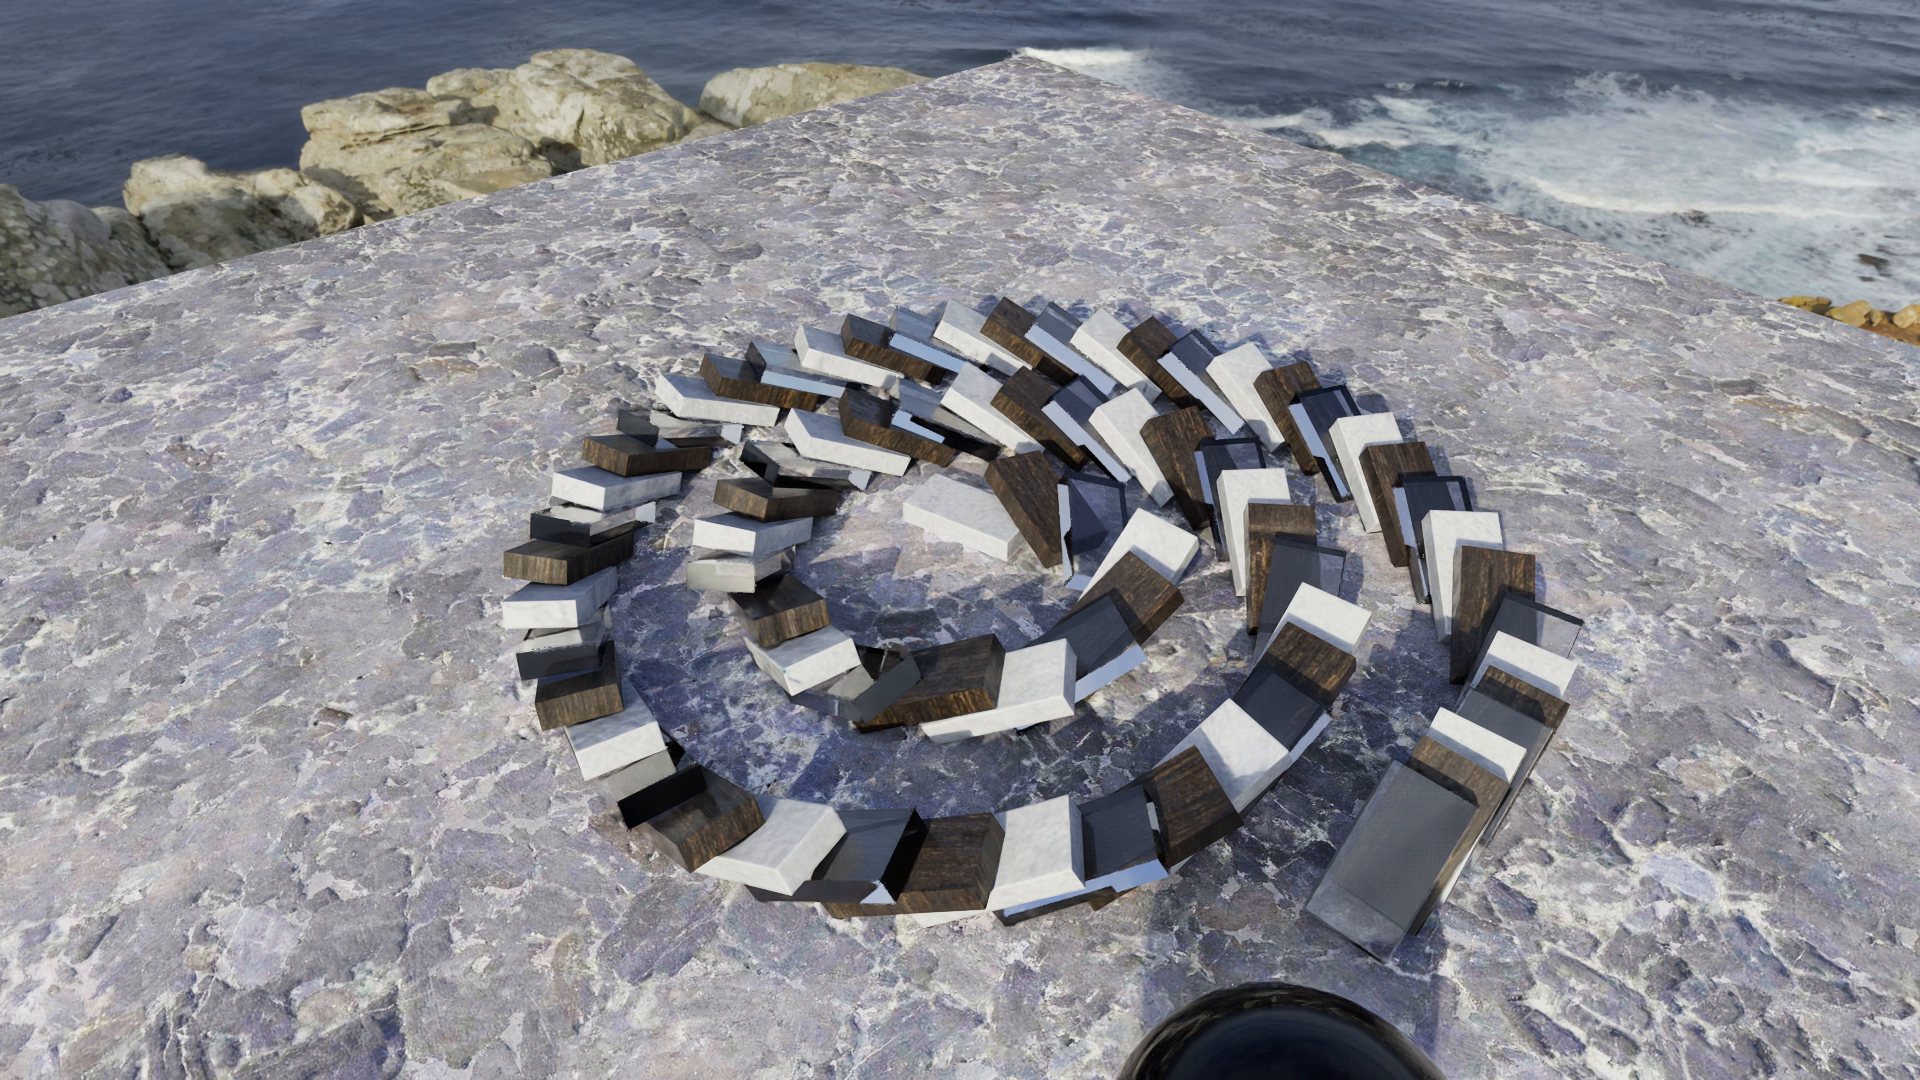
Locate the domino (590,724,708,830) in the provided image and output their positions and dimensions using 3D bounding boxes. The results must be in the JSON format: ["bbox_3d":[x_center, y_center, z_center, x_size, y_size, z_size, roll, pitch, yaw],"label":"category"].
[{"bbox_3d":[-0.099,0.071,0.340,0.025,0.010,0.050,-24,19,-26],"label":"domino"}]

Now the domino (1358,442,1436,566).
[{"bbox_3d":[0.182,-0.015,0.445,0.025,0.010,0.050,-6,66,-7],"label":"domino"}]

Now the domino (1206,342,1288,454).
[{"bbox_3d":[0.139,-0.066,0.507,0.025,0.010,0.050,-25,73,-28],"label":"domino"}]

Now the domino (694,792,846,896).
[{"bbox_3d":[-0.059,0.087,0.320,0.050,0.010,0.025,-4,30,41],"label":"domino"}]

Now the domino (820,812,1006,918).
[{"bbox_3d":[-0.014,0.093,0.313,0.050,0.010,0.025,-13,33,27],"label":"domino"}]

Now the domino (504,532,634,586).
[{"bbox_3d":[-0.148,0.005,0.420,0.025,0.010,0.050,8,14,10],"label":"domino"}]

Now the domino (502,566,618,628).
[{"bbox_3d":[-0.145,0.020,0.401,0.025,0.010,0.050,-1,12,-1],"label":"domino"}]

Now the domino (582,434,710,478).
[{"bbox_3d":[-0.134,-0.037,0.472,0.025,0.010,0.050,21,17,24],"label":"domino"}]

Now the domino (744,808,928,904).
[{"bbox_3d":[-0.036,0.091,0.316,0.050,0.009,0.025,-10,32,31],"label":"domino"}]

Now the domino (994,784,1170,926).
[{"bbox_3d":[0.033,0.091,0.316,0.050,0.009,0.025,-22,38,15],"label":"domino"}]

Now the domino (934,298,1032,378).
[{"bbox_3d":[0.013,-0.100,0.548,0.050,0.010,0.025,26,39,-10],"label":"domino"}]

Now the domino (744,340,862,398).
[{"bbox_3d":[-0.075,-0.081,0.526,0.050,0.010,0.025,7,31,-35],"label":"domino"}]

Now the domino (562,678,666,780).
[{"bbox_3d":[-0.113,0.060,0.354,0.025,0.009,0.050,-20,17,-23],"label":"domino"}]

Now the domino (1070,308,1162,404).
[{"bbox_3d":[0.081,-0.090,0.536,0.050,0.010,0.025,40,49,5],"label":"domino"}]

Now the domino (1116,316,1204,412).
[{"bbox_3d":[0.102,-0.083,0.529,0.050,0.010,0.025,45,53,9],"label":"domino"}]

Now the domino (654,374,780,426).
[{"bbox_3d":[-0.111,-0.064,0.505,0.050,0.010,0.025,1,30,-43],"label":"domino"}]

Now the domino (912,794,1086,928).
[{"bbox_3d":[0.010,0.092,0.314,0.050,0.009,0.025,-20,36,18],"label":"domino"}]

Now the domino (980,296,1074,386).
[{"bbox_3d":[0.037,-0.099,0.547,0.050,0.010,0.025,33,43,-2],"label":"domino"}]

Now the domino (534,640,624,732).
[{"bbox_3d":[-0.127,0.048,0.369,0.025,0.009,0.050,-13,15,-16],"label":"domino"}]

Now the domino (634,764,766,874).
[{"bbox_3d":[-0.082,0.081,0.328,0.025,0.009,0.050,-30,21,-31],"label":"domino"}]

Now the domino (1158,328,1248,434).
[{"bbox_3d":[0.120,-0.075,0.519,0.050,0.010,0.025,47,54,11],"label":"domino"}]

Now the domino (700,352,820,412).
[{"bbox_3d":[-0.094,-0.074,0.517,0.050,0.010,0.025,6,30,-37],"label":"domino"}]

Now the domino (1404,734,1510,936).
[{"bbox_3d":[0.132,0.084,0.316,0.025,0.010,0.050,32,92,32],"label":"domino"}]

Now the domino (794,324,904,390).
[{"bbox_3d":[-0.054,-0.088,0.535,0.050,0.009,0.025,12,33,-28],"label":"domino"}]

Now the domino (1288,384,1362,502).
[{"bbox_3d":[0.166,-0.043,0.479,0.025,0.010,0.050,-13,67,-16],"label":"domino"}]

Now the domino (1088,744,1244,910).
[{"bbox_3d":[0.055,0.084,0.323,0.050,0.010,0.025,-32,42,5],"label":"domino"}]

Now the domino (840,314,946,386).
[{"bbox_3d":[-0.033,-0.094,0.541,0.050,0.009,0.025,15,34,-23],"label":"domino"}]

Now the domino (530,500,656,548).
[{"bbox_3d":[-0.145,-0.009,0.437,0.025,0.010,0.050,9,14,11],"label":"domino"}]

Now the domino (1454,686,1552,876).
[{"bbox_3d":[0.153,0.072,0.330,0.025,0.009,0.050,30,91,31],"label":"domino"}]

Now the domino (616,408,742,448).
[{"bbox_3d":[-0.124,-0.050,0.488,0.025,0.010,0.050,25,19,27],"label":"domino"}]

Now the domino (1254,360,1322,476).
[{"bbox_3d":[0.155,-0.055,0.494,0.025,0.010,0.050,-16,68,-19],"label":"domino"}]

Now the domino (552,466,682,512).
[{"bbox_3d":[-0.141,-0.023,0.455,0.025,0.010,0.050,16,16,19],"label":"domino"}]

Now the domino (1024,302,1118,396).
[{"bbox_3d":[0.059,-0.095,0.543,0.050,0.010,0.025,36,45,1],"label":"domino"}]

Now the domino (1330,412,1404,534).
[{"bbox_3d":[0.176,-0.029,0.462,0.025,0.010,0.050,-7,66,-9],"label":"domino"}]

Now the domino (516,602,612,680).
[{"bbox_3d":[-0.137,0.035,0.384,0.025,0.009,0.050,-9,13,-11],"label":"domino"}]

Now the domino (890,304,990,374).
[{"bbox_3d":[-0.010,-0.098,0.546,0.050,0.009,0.025,19,35,-18],"label":"domino"}]

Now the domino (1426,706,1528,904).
[{"bbox_3d":[0.142,0.078,0.323,0.025,0.010,0.050,28,90,31],"label":"domino"}]

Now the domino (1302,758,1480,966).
[{"bbox_3d":[0.121,0.090,0.309,0.025,0.009,0.050,31,91,32],"label":"domino"}]
